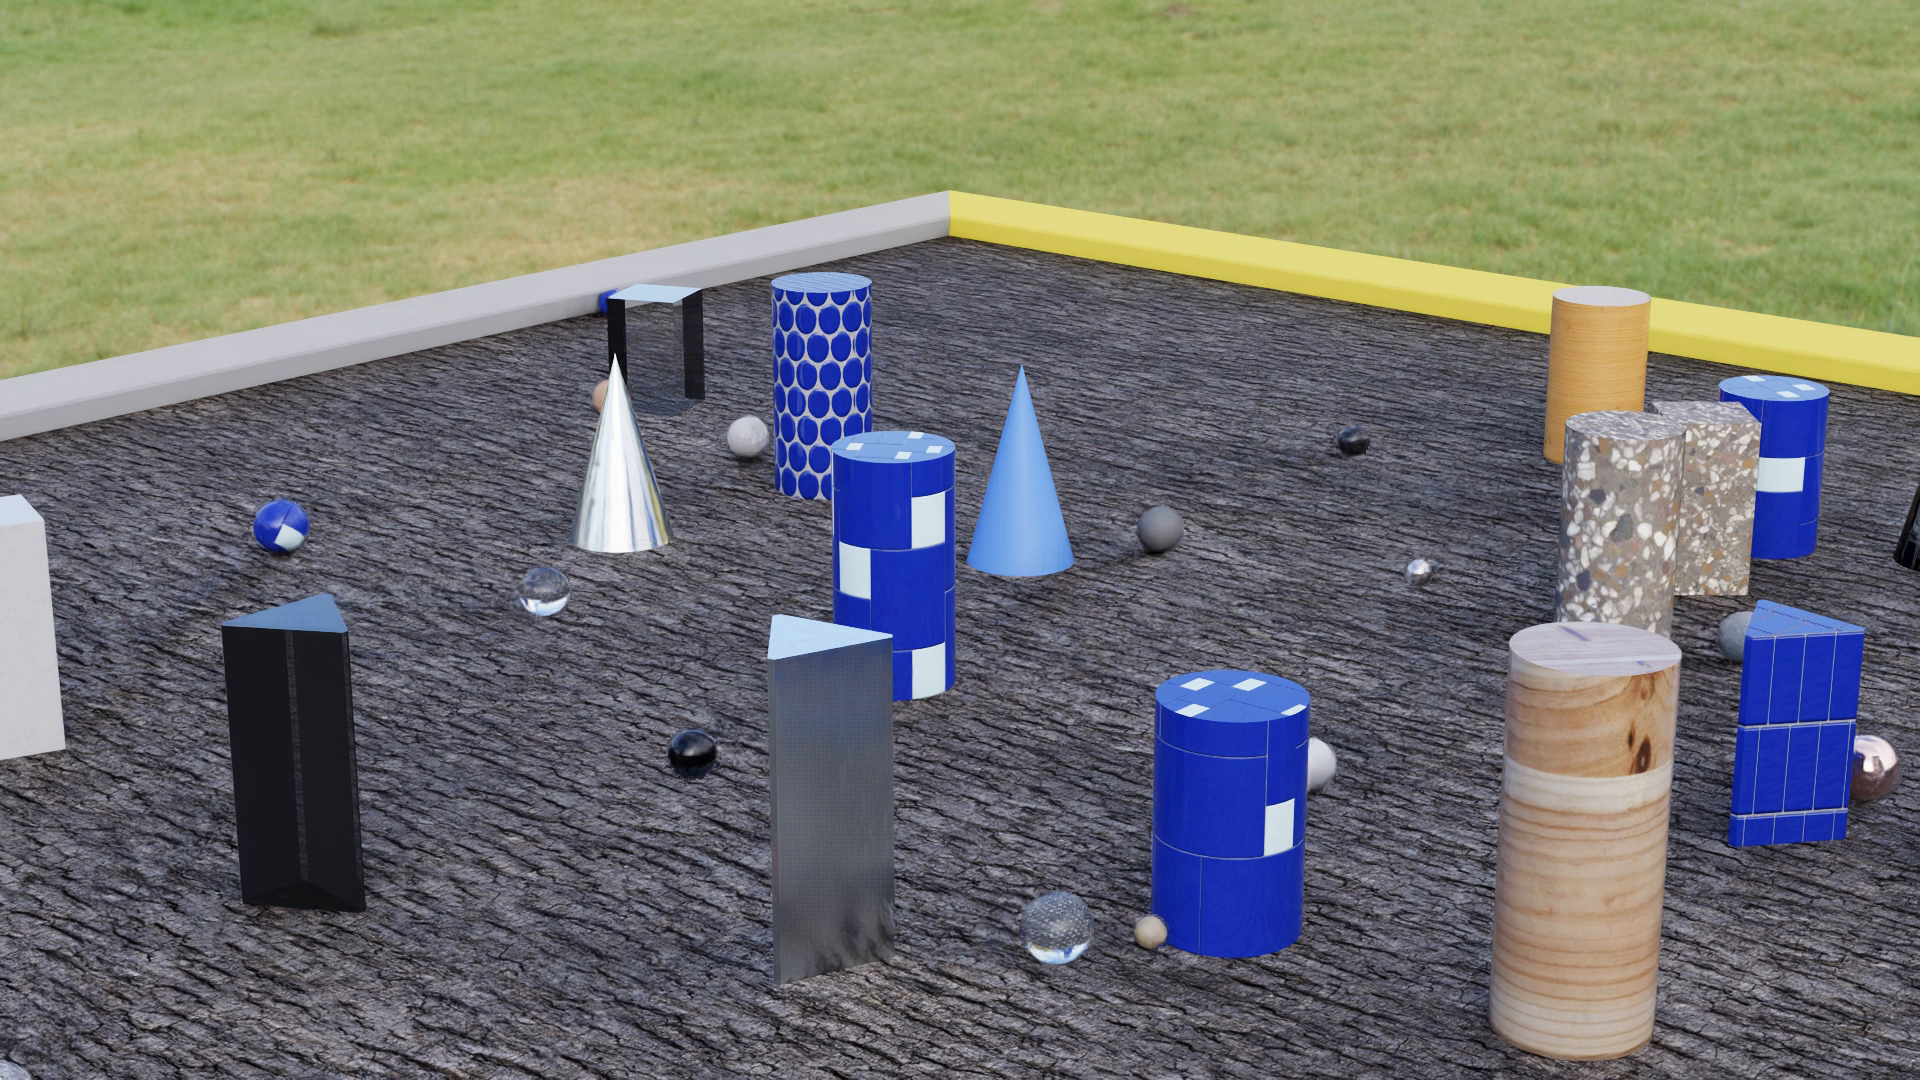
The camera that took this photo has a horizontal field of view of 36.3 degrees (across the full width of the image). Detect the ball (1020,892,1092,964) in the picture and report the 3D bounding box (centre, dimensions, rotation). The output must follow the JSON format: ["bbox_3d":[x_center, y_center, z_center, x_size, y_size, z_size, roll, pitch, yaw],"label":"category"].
[{"bbox_3d":[0.121,0.487,3.677,0.091,0.091,0.091,0,17,0],"label":"ball"}]

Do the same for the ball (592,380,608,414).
[{"bbox_3d":[-0.756,-0.306,6.325,0.079,0.079,0.079,0,17,0],"label":"ball"}]

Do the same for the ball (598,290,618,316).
[{"bbox_3d":[-0.865,-0.589,7.289,0.065,0.065,0.065,0,17,0],"label":"ball"}]

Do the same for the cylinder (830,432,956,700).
[{"bbox_3d":[-0.105,0.039,4.648,0.195,0.387,0.195,0,17,0],"label":"cylinder"}]

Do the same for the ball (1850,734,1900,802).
[{"bbox_3d":[1.297,0.326,4.200,0.096,0.096,0.096,0,17,0],"label":"ball"}]

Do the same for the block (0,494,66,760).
[{"bbox_3d":[-1.450,0.134,4.384,0.156,0.359,0.156,-9,19,-28],"label":"block"}]

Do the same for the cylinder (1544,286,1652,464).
[{"bbox_3d":[1.296,-0.332,5.969,0.195,0.336,0.195,0,17,0],"label":"cylinder"}]

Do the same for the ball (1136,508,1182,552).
[{"bbox_3d":[0.365,-0.019,5.368,0.083,0.083,0.083,0,17,0],"label":"ball"}]

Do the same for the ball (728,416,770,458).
[{"bbox_3d":[-0.432,-0.209,5.993,0.086,0.086,0.086,0,17,0],"label":"ball"}]

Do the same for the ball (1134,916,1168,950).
[{"bbox_3d":[0.242,0.499,3.723,0.042,0.042,0.042,0,17,0],"label":"ball"}]

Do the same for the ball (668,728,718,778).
[{"bbox_3d":[-0.392,0.312,4.288,0.072,0.072,0.072,0,17,0],"label":"ball"}]

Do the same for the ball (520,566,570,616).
[{"bbox_3d":[-0.711,0.088,5.012,0.085,0.085,0.085,0,17,0],"label":"ball"}]

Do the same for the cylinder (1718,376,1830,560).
[{"bbox_3d":[1.483,-0.135,5.385,0.195,0.296,0.195,0,17,0],"label":"cylinder"}]

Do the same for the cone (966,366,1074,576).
[{"bbox_3d":[0.110,-0.139,5.274,0.195,0.367,0.195,0,17,0],"label":"cone"}]

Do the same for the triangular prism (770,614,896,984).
[{"bbox_3d":[-0.192,0.315,3.666,0.169,0.426,0.147,-10,19,-30],"label":"triangular prism"}]

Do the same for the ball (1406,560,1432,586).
[{"bbox_3d":[0.810,0.058,5.179,0.046,0.046,0.046,0,17,0],"label":"ball"}]

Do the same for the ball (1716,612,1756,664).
[{"bbox_3d":[1.277,0.159,4.773,0.086,0.086,0.086,0,17,0],"label":"ball"}]

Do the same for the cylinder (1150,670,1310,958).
[{"bbox_3d":[0.344,0.348,3.748,0.195,0.316,0.195,0,17,0],"label":"cylinder"}]

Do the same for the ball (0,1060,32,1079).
[{"bbox_3d":[-1.069,0.619,3.249,0.085,0.085,0.085,0,17,0],"label":"ball"}]

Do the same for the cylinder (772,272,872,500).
[{"bbox_3d":[-0.269,-0.303,5.743,0.195,0.410,0.195,0,17,0],"label":"cylinder"}]

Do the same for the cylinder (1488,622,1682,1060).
[{"bbox_3d":[0.733,0.353,3.453,0.195,0.477,0.195,0,17,0],"label":"cylinder"}]

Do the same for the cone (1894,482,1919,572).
[{"bbox_3d":[1.795,-0.169,5.257,0.195,0.434,0.195,0,17,0],"label":"cone"}]

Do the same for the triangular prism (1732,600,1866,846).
[{"bbox_3d":[1.136,0.251,4.087,0.169,0.306,0.147,-3,17,-9],"label":"triangular prism"}]

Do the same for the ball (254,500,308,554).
[{"bbox_3d":[-1.241,-0.024,5.358,0.098,0.098,0.098,0,17,0],"label":"ball"}]

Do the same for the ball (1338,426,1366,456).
[{"bbox_3d":[0.806,-0.204,6.021,0.059,0.059,0.059,0,17,0],"label":"ball"}]

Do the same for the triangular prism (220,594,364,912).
[{"bbox_3d":[-0.850,0.276,3.863,0.169,0.386,0.147,3,17,10],"label":"triangular prism"}]

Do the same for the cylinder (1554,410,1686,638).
[{"bbox_3d":[1.100,-0.019,4.895,0.195,0.357,0.195,0,17,0],"label":"cylinder"}]

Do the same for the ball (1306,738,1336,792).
[{"bbox_3d":[0.503,0.325,4.235,0.079,0.079,0.079,0,17,0],"label":"ball"}]

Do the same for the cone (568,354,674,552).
[{"bbox_3d":[-0.631,-0.174,5.417,0.195,0.351,0.195,0,17,0],"label":"cone"}]

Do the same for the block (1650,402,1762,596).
[{"bbox_3d":[1.300,-0.074,5.160,0.156,0.309,0.156,0,17,1],"label":"block"}]

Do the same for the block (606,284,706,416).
[{"bbox_3d":[-0.662,-0.416,6.394,0.156,0.250,0.156,6,18,18],"label":"block"}]

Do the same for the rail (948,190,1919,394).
[{"bbox_3d":[1.614,-0.505,6.899,4.398,0.127,0.045,14,22,39],"label":"rail"}]

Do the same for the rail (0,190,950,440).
[{"bbox_3d":[-1.643,-0.380,6.485,0.045,0.127,4.970,14,22,39],"label":"rail"}]
